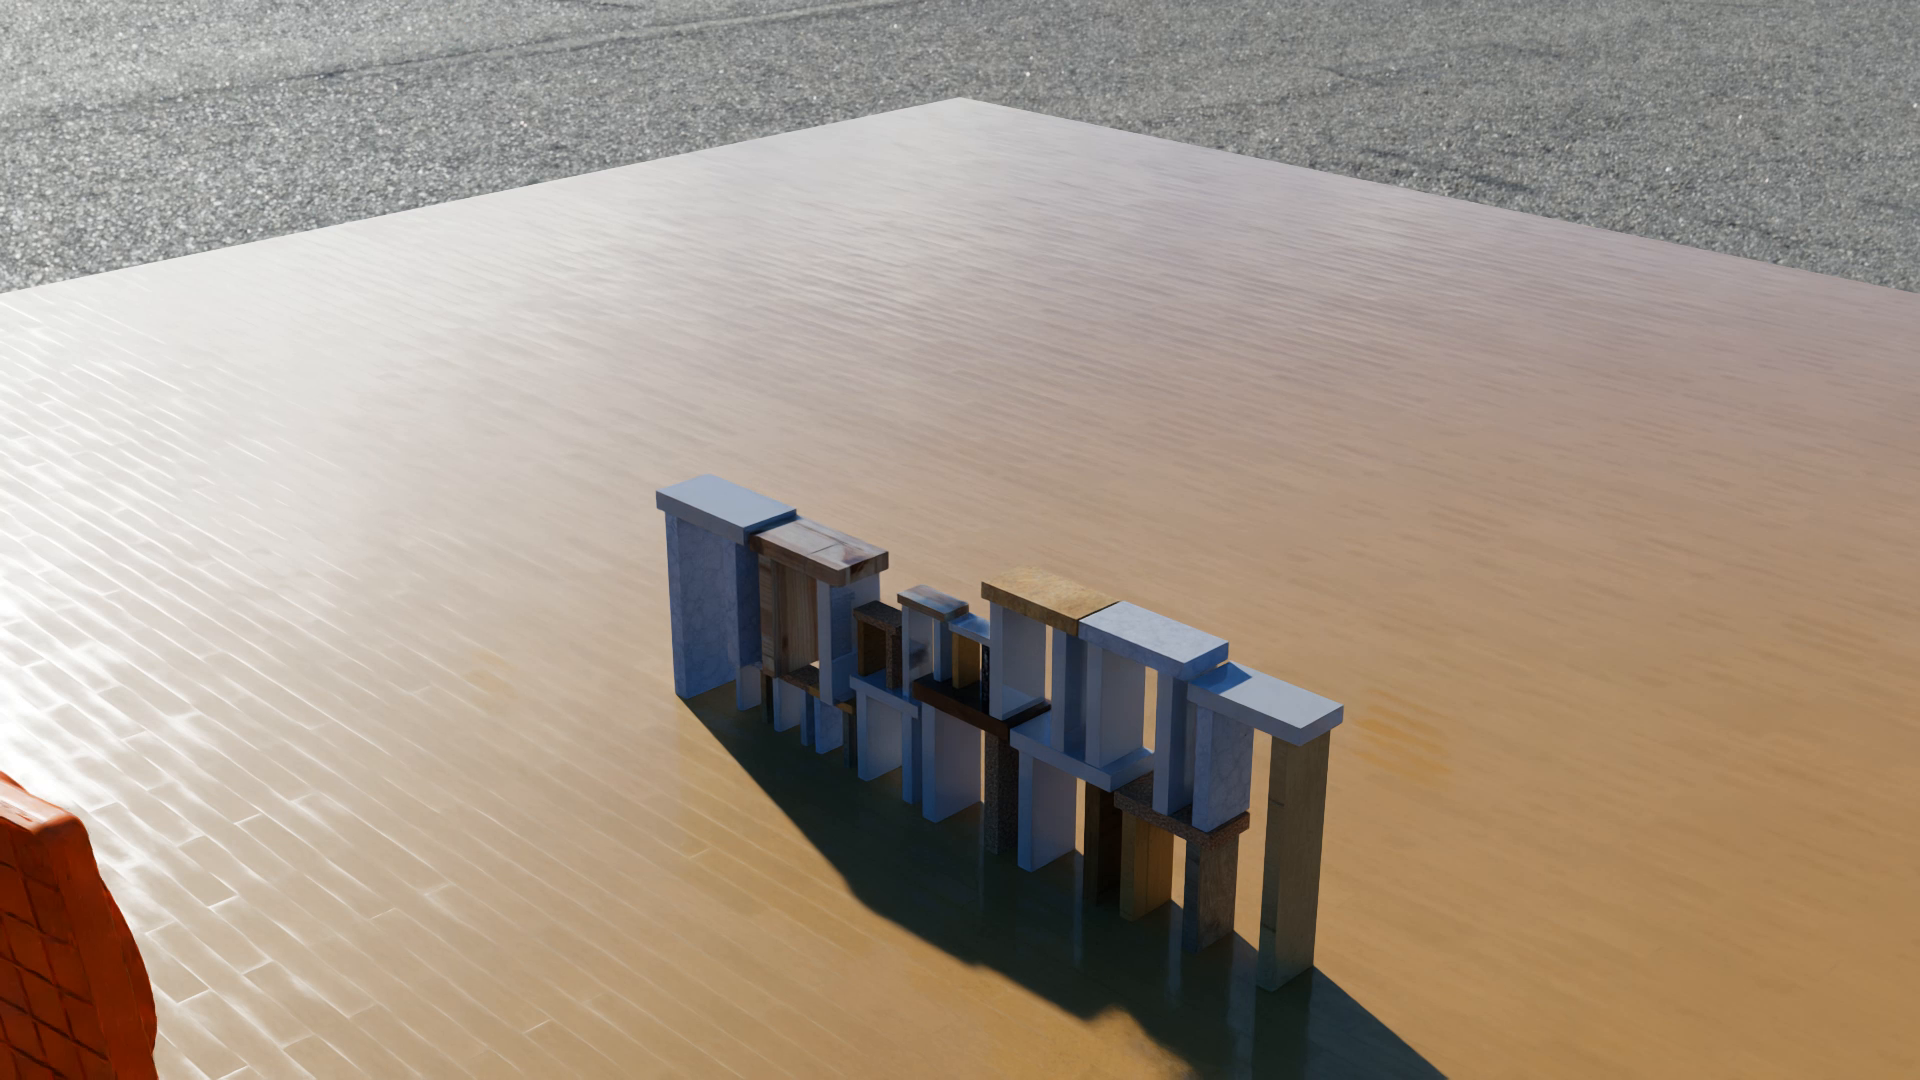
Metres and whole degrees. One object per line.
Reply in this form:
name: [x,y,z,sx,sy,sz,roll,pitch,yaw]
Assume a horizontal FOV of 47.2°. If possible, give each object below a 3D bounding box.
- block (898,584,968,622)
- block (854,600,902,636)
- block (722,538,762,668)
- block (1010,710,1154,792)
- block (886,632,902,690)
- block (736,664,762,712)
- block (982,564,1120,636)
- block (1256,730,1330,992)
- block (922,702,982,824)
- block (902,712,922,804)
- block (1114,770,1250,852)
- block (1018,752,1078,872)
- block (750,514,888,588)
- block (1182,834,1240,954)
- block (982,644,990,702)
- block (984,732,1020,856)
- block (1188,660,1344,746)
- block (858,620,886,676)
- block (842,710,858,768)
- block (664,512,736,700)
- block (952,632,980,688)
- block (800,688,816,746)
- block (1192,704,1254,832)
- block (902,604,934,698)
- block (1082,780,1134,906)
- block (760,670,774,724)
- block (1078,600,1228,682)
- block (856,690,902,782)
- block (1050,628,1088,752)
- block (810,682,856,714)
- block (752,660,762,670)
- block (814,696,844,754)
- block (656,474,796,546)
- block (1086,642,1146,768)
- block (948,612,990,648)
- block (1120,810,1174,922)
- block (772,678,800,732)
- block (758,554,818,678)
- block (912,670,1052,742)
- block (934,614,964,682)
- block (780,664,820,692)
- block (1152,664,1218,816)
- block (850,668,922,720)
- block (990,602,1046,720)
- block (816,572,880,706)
block: [-0.053,0.124,4.337,0.067,0.019,0.134,-21,31,-41]
block: [-0.150,0.157,4.453,0.063,0.018,0.126,-21,31,-41]
block: [-0.436,0.115,4.739,0.148,0.295,0.042,-21,31,-40]
block: [0.229,0.393,4.139,0.254,0.036,0.127,21,31,41]
block: [-0.121,0.235,4.454,0.018,0.126,0.063,21,31,41]
block: [-0.465,0.309,4.868,0.064,0.128,0.018,-21,31,-41]
block: [0.167,0.109,4.084,0.120,0.034,0.239,-21,31,-41]
block: [0.581,0.547,3.833,0.034,0.499,0.121,21,31,41]
block: [-0.016,0.426,4.422,0.037,0.261,0.131,21,31,41]
block: [-0.072,0.429,4.490,0.029,0.203,0.101,21,31,41]
block: [0.402,0.489,3.991,0.225,0.032,0.112,21,31,41]
block: [0.170,0.503,4.250,0.036,0.254,0.127,21,31,41]
block: [-0.294,0.022,4.557,0.139,0.039,0.277,-21,31,-41]
block: [0.455,0.628,3.992,0.032,0.225,0.112,21,31,41]
block: [0.069,0.249,4.259,0.017,0.120,0.060,21,31,41]
block: [0.107,0.474,4.309,0.037,0.261,0.130,21,31,41]
block: [0.524,0.279,3.781,0.242,0.034,0.121,21,31,41]
block: [-0.180,0.212,4.509,0.018,0.126,0.063,21,31,41]
block: [-0.215,0.408,4.627,0.019,0.134,0.067,21,31,41]
block: [-0.574,0.127,4.896,0.042,0.441,0.148,21,31,41]
block: [0.012,0.227,4.311,0.017,0.120,0.060,21,31,41]
block: [-0.311,0.370,4.719,0.019,0.133,0.067,21,31,41]
block: [0.467,0.384,3.888,0.034,0.242,0.121,21,31,41]
block: [-0.085,0.213,4.409,0.019,0.201,0.067,21,31,41]
block: [0.289,0.550,4.140,0.036,0.254,0.127,21,31,41]
block: [-0.405,0.333,4.813,0.018,0.128,0.064,21,31,41]
block: [0.344,0.178,3.925,0.246,0.035,0.123,21,31,41]
block: [-0.167,0.392,4.578,0.029,0.203,0.101,21,31,41]
block: [0.223,0.261,4.087,0.034,0.248,0.120,21,31,41]
block: [-0.247,0.326,4.625,0.067,0.019,0.134,-21,31,-40]
block: [-0.435,0.254,4.812,0.064,0.018,0.128,-21,31,-40]
block: [-0.278,0.384,4.685,0.019,0.134,0.067,21,31,41]
block: [-0.505,-0.068,4.738,0.148,0.042,0.295,-21,31,-41]
block: [0.286,0.285,4.034,0.035,0.246,0.123,21,31,41]
block: [0.040,0.175,4.258,0.120,0.017,0.060,21,31,41]
block: [0.349,0.587,4.090,0.032,0.225,0.112,21,31,41]
block: [-0.374,0.345,4.777,0.019,0.133,0.067,21,31,41]
block: [-0.359,0.142,4.680,0.039,0.278,0.139,21,31,40]
block: [0.045,0.313,4.308,0.261,0.037,0.130,21,31,41]
block: [-0.022,0.207,4.338,0.019,0.134,0.067,21,31,41]
block: [-0.343,0.287,4.718,0.133,0.019,0.067,21,31,40]
block: [0.402,0.345,3.933,0.035,0.279,0.123,21,31,41]
block: [-0.119,0.304,4.489,0.203,0.029,0.101,21,31,41]
block: [0.110,0.213,4.189,0.034,0.239,0.120,21,31,41]
block: [-0.229,0.193,4.559,0.039,0.277,0.139,21,31,41]
